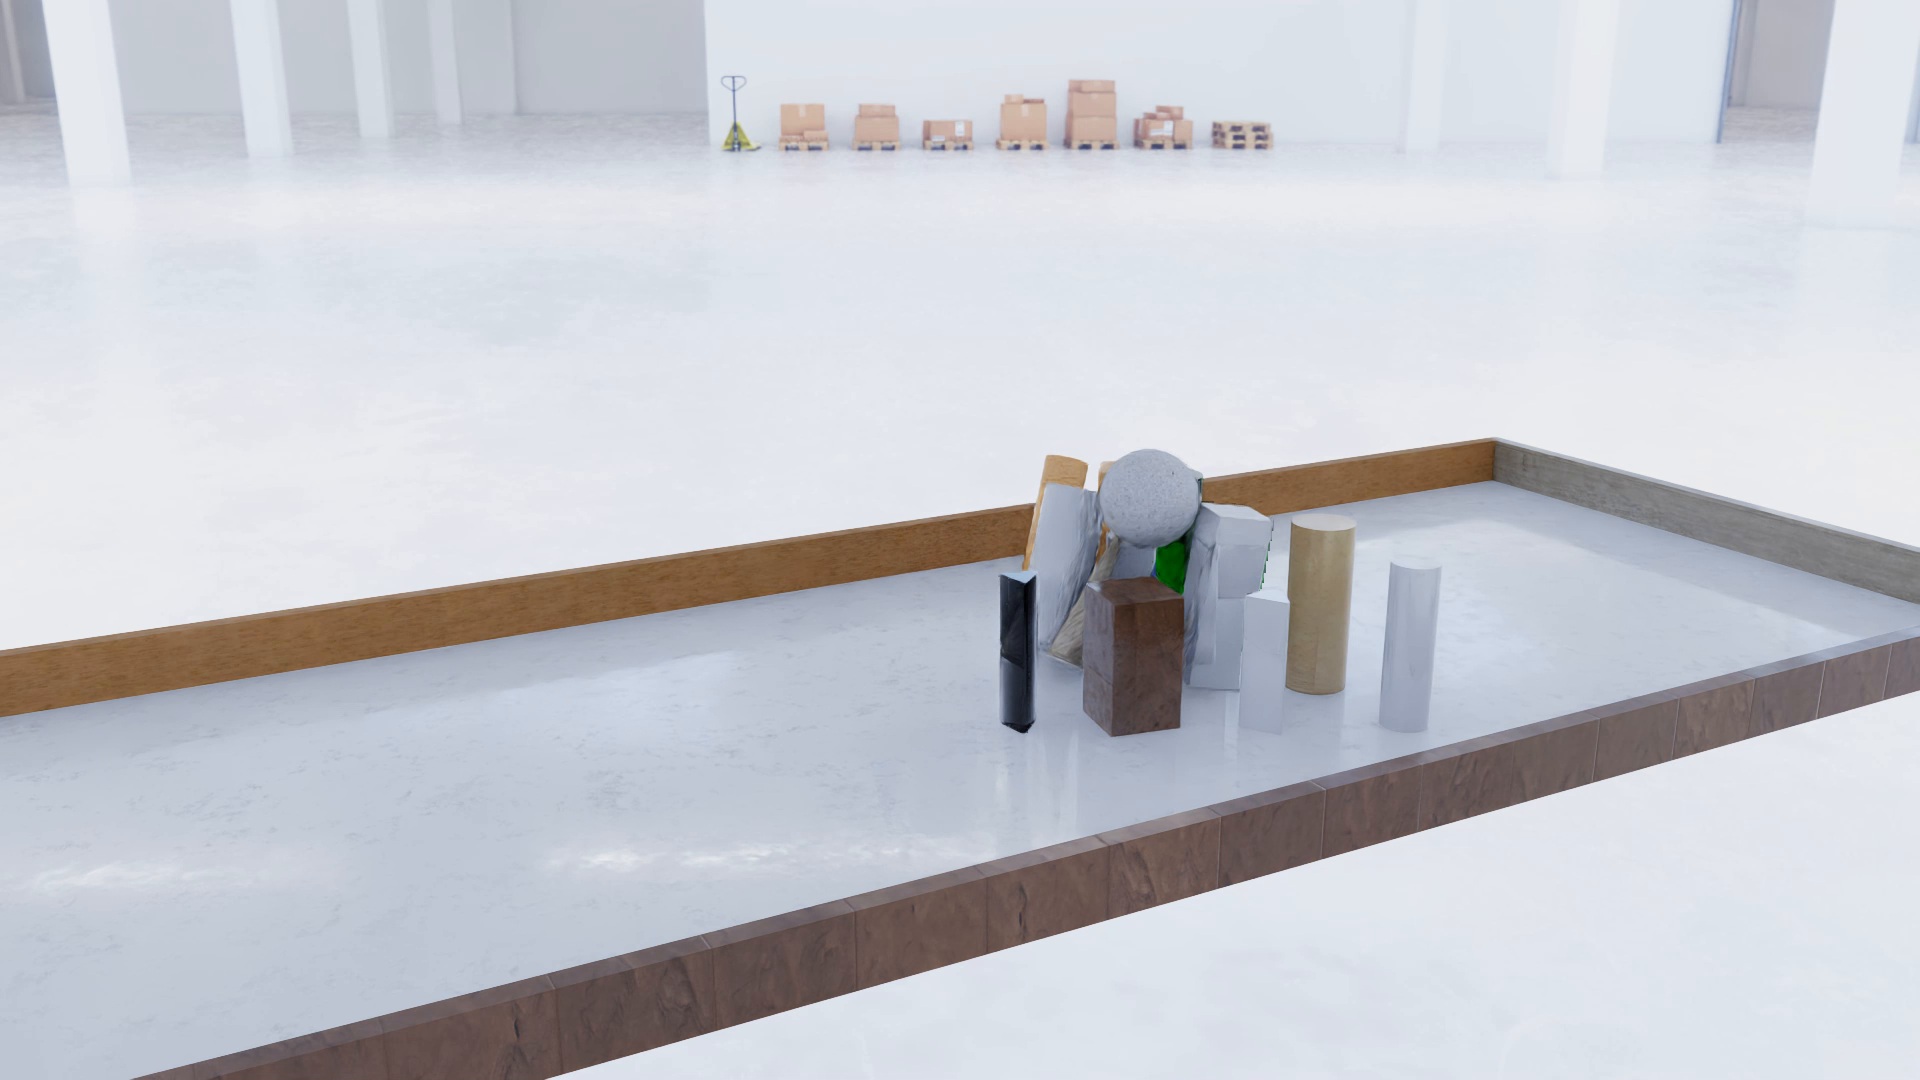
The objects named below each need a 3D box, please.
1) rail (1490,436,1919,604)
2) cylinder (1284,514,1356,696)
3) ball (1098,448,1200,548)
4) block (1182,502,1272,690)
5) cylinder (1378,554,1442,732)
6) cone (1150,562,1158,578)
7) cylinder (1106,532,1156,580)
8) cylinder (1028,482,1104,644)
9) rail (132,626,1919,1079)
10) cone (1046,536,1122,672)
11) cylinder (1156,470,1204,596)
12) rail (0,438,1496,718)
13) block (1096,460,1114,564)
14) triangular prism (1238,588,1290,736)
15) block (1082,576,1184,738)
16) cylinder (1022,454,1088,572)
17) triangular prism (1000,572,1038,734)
[{"bbox_3d":[2.466,-0.048,5.253,0.050,0.150,2.100,-9,18,-27],"label":"rail"},{"bbox_3d":[0.885,0.158,4.071,0.156,0.421,0.156,0,16,0],"label":"cylinder"},{"bbox_3d":[0.469,-0.102,4.095,0.248,0.248,0.248,0,16,0],"label":"ball"},{"bbox_3d":[0.643,0.139,4.083,0.136,0.433,0.136,5,14,-15],"label":"block"},{"bbox_3d":[1.044,0.241,3.830,0.117,0.398,0.117,0,16,0],"label":"cylinder"},{"bbox_3d":[0.471,0.204,4.097,0.152,0.310,0.152,3,16,-1],"label":"cone"},{"bbox_3d":[0.445,0.137,4.335,0.132,0.308,0.132,1,15,0],"label":"cylinder"},{"bbox_3d":[0.269,0.066,4.343,0.169,0.410,0.169,12,0,0],"label":"cylinder"},{"bbox_3d":[-2.336,1.006,1.665,12.000,0.150,0.050,-9,18,-27],"label":"rail"},{"bbox_3d":[0.356,0.107,4.218,0.108,0.450,0.108,23,-7,3],"label":"cone"},{"bbox_3d":[0.588,0.017,4.571,0.155,0.410,0.155,0,16,0],"label":"cylinder"},{"bbox_3d":[-3.305,0.497,3.399,12.000,0.150,0.050,-9,18,-27],"label":"rail"},{"bbox_3d":[0.479,-0.035,4.825,0.149,0.365,0.149,3,17,9],"label":"block"},{"bbox_3d":[0.722,0.278,3.836,0.105,0.322,0.091,10,19,29],"label":"triangular prism"},{"bbox_3d":[0.404,0.270,3.865,0.174,0.321,0.174,-6,17,-18],"label":"block"},{"bbox_3d":[0.248,0.002,4.528,0.121,0.456,0.121,12,-8,2],"label":"cylinder"},{"bbox_3d":[0.149,0.256,3.825,0.076,0.370,0.088,-14,22,-37],"label":"triangular prism"}]
